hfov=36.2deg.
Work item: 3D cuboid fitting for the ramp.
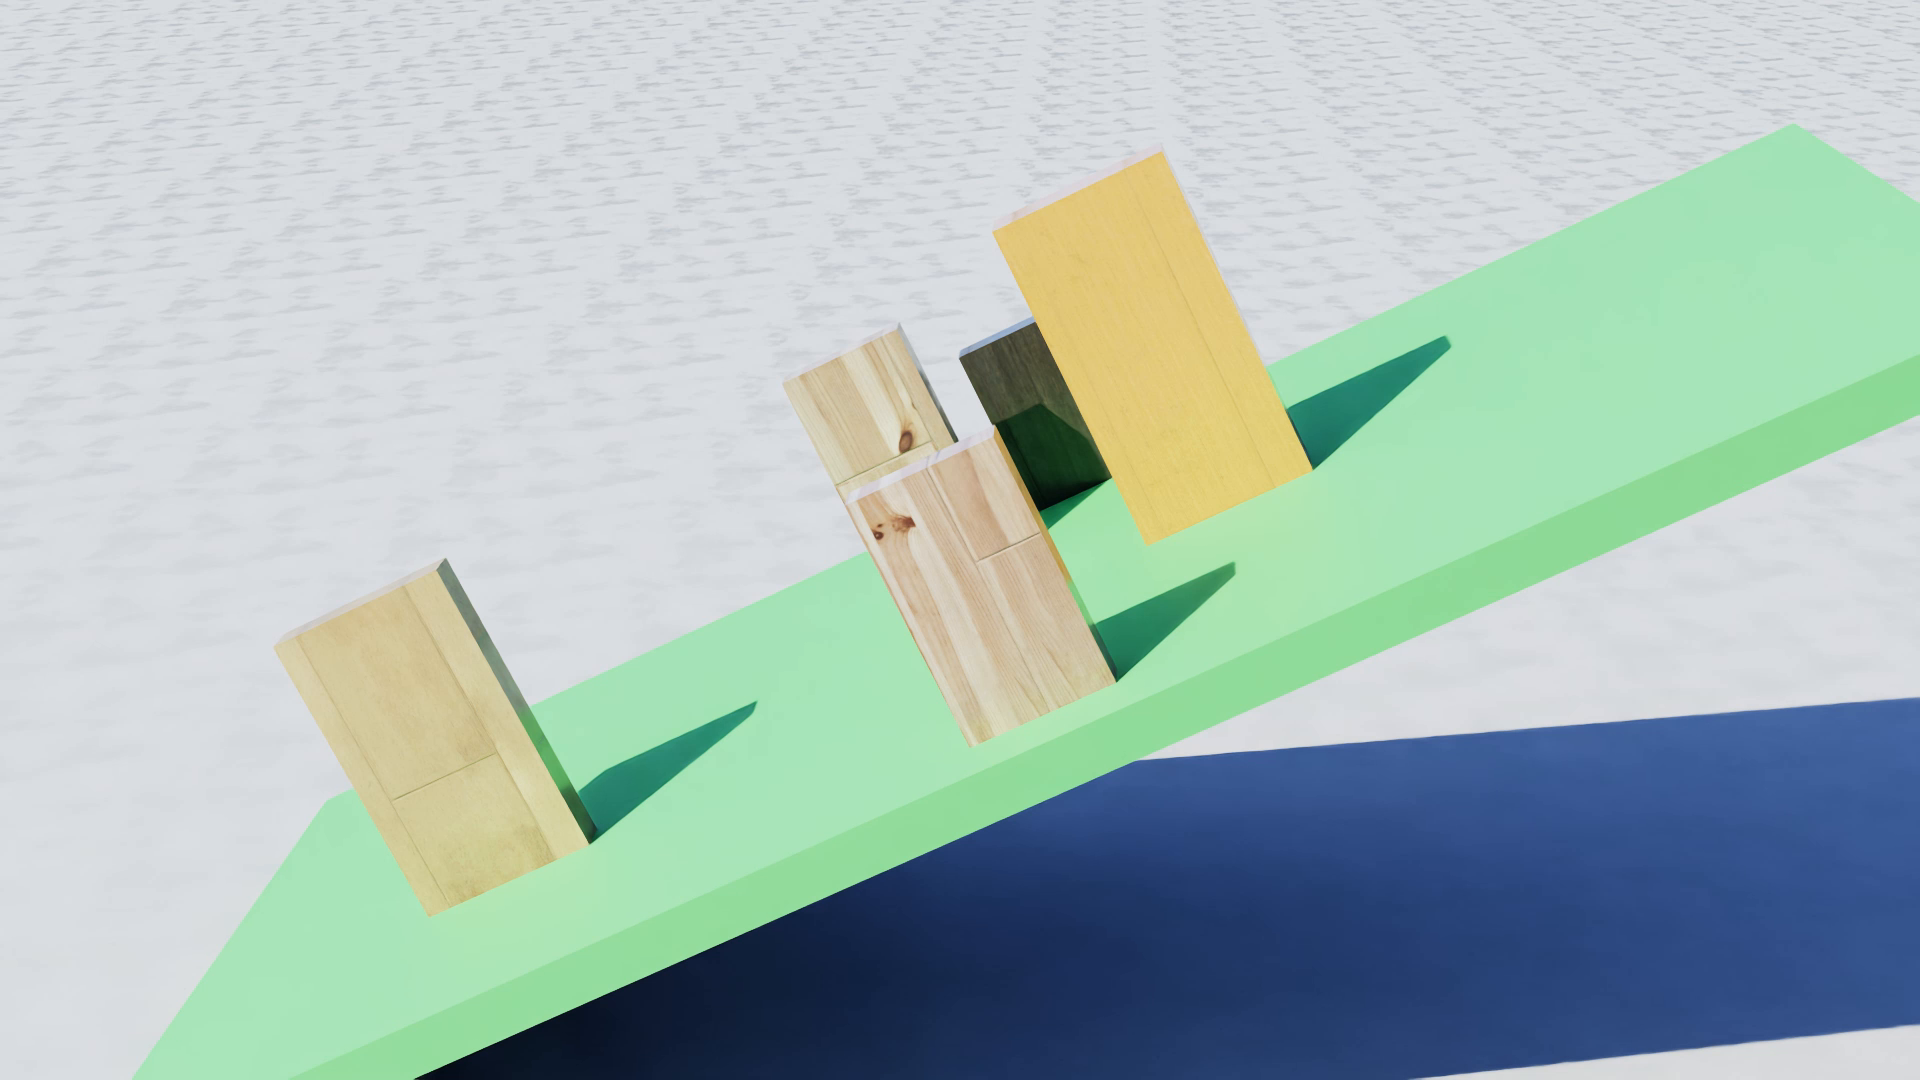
[{"bbox_3d":[0.138,0.168,6.281,4.000,0.100,2.000,-25,14,10],"label":"ramp"}]

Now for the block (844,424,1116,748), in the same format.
[{"bbox_3d":[0.041,0.088,5.428,0.301,0.518,0.089,-25,14,10],"label":"block"}]

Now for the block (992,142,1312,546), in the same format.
[{"bbox_3d":[0.402,-0.403,6.105,0.381,0.739,0.126,-25,14,10],"label":"block"}]

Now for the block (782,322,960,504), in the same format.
[{"bbox_3d":[-0.136,-0.162,6.570,0.285,0.581,0.080,-25,14,10],"label":"block"}]

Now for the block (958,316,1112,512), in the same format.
[{"bbox_3d":[0.265,-0.333,6.816,0.393,0.410,0.082,-25,14,10],"label":"block"}]

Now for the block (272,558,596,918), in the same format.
[{"bbox_3d":[-1.076,0.410,6.055,0.382,0.655,0.090,-25,14,10],"label":"block"}]
